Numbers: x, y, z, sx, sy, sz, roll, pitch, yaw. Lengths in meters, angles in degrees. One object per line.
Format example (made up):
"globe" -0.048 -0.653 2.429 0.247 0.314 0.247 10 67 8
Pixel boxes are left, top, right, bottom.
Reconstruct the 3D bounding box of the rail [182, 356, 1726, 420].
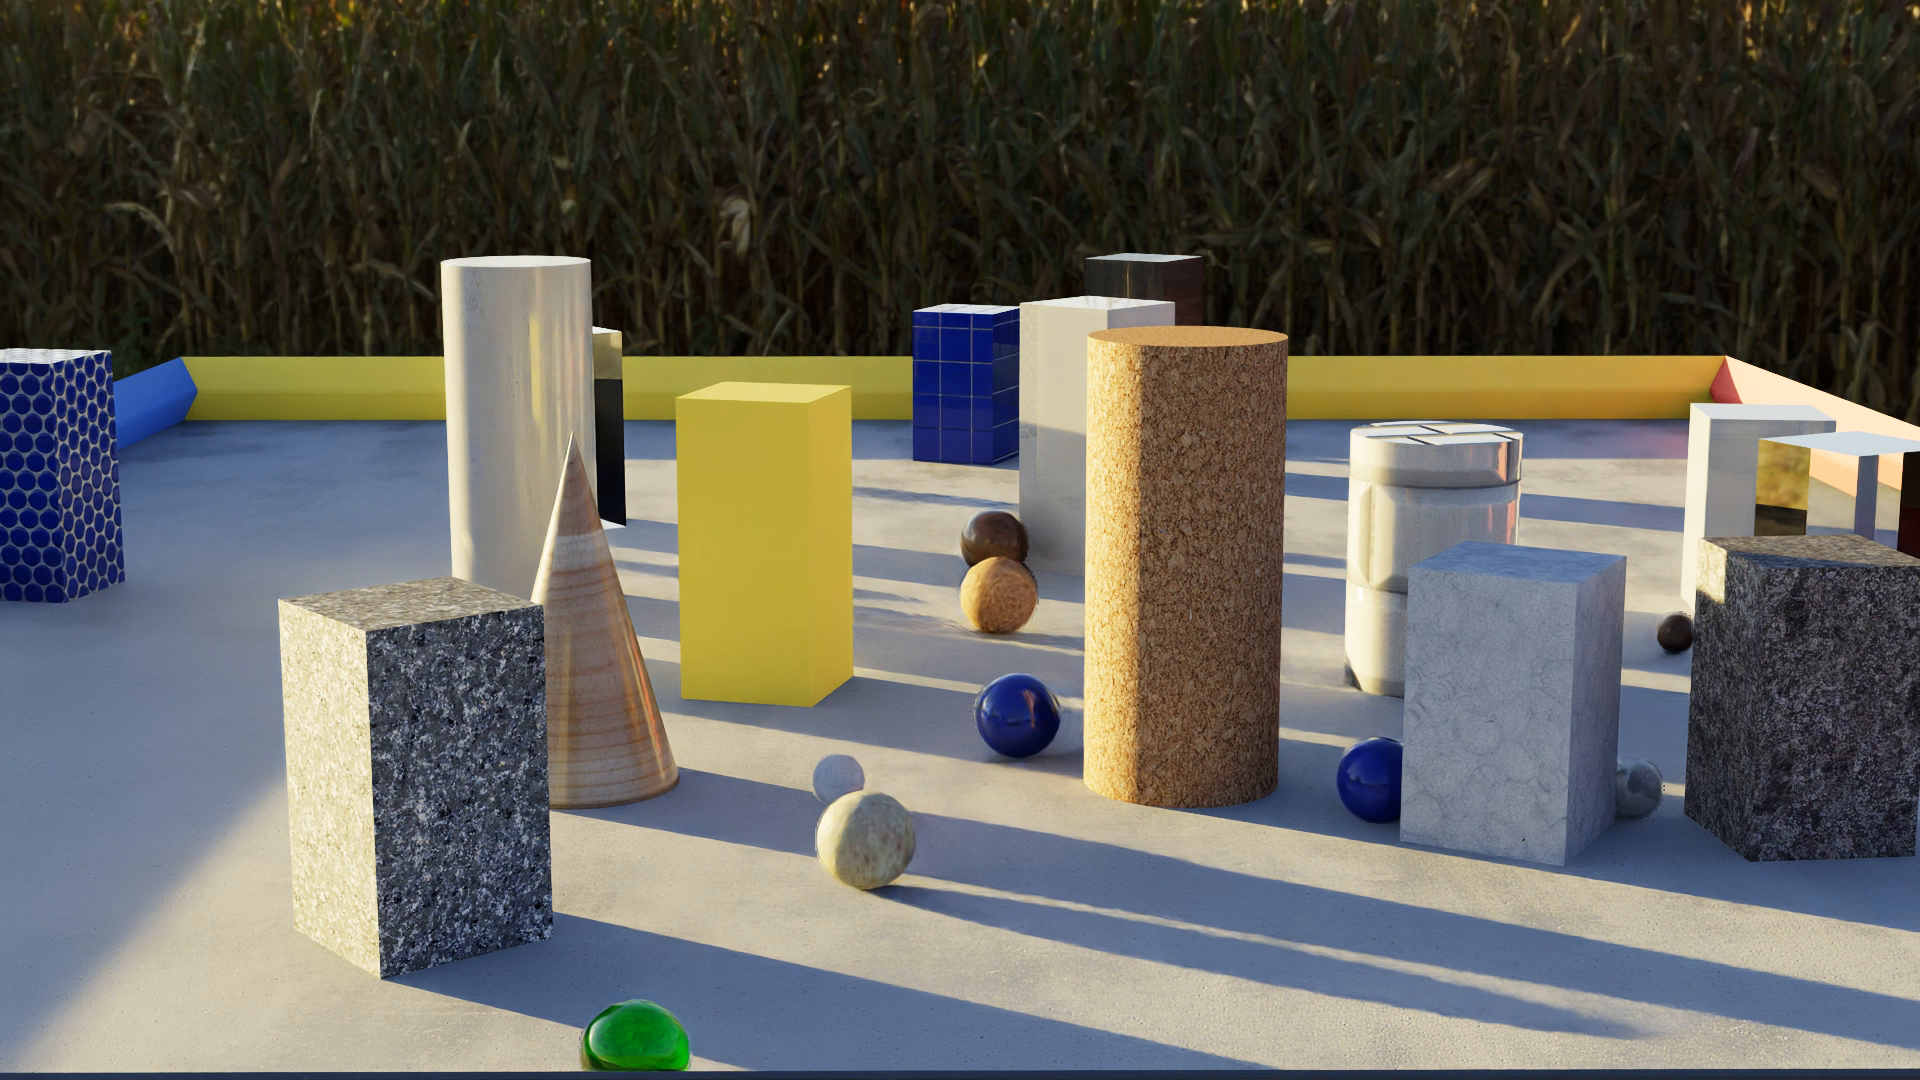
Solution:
"rail" -0.011 -0.313 5.323 3.216 0.130 0.045 0 10 0

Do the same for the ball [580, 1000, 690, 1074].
"ball" -0.229 0.364 1.811 0.078 0.078 0.078 0 10 0

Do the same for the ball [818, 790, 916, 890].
"ball" -0.084 0.268 2.298 0.088 0.088 0.088 0 10 0

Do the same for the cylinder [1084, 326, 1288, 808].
"cylinder" 0.228 0.022 2.606 0.200 0.460 0.200 0 10 0

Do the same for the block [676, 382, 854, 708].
"block" -0.227 0.001 3.016 0.160 0.353 0.160 3 11 15

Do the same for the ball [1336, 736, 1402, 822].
"ball" 0.409 0.233 2.500 0.083 0.083 0.083 0 10 0

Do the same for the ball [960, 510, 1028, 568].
"ball" 0.048 0.004 3.703 0.097 0.097 0.097 0 10 0

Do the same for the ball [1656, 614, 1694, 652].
"ball" 0.900 0.117 3.224 0.049 0.049 0.049 0 10 0

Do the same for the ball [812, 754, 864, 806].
"ball" -0.121 0.239 2.555 0.052 0.052 0.052 0 10 0

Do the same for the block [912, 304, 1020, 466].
"block" 0.016 -0.293 4.809 0.160 0.280 0.160 4 11 21

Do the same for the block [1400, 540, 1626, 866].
"block" 0.528 0.151 2.448 0.160 0.265 0.160 6 12 30

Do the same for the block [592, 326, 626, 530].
"block" -0.646 -0.179 4.097 0.160 0.313 0.160 -7 13 -35

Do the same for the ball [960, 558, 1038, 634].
"ball" 0.050 0.072 3.327 0.100 0.100 0.100 0 10 0

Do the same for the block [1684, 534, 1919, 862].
"block" 0.803 0.146 2.439 0.160 0.277 0.160 -1 11 -6

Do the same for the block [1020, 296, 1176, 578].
"block" 0.200 -0.153 3.755 0.160 0.388 0.160 9 14 40

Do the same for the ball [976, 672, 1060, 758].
"ball" 0.062 0.187 2.733 0.091 0.091 0.091 0 10 0

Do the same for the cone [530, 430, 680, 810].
"cone" -0.389 0.069 2.610 0.200 0.366 0.200 0 10 0

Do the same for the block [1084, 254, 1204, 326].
"block" 0.334 -0.323 4.683 0.160 0.384 0.160 6 12 31

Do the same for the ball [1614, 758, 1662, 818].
"ball" 0.659 0.243 2.517 0.058 0.058 0.058 0 10 0

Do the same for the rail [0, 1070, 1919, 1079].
"rail" 0.011 0.380 1.574 3.216 0.130 0.045 0 10 0

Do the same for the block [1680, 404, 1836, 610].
"block" 1.075 -0.039 3.462 0.160 0.270 0.160 1 11 6

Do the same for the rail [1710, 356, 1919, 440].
"rail" 1.585 0.032 3.458 0.045 0.130 3.859 0 10 0

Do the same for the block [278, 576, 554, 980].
"block" -0.457 0.193 2.157 0.160 0.288 0.160 -8 13 -38

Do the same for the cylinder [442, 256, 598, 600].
"cylinder" -0.598 -0.146 3.501 0.200 0.467 0.200 0 10 0

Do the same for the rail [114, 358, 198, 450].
"rail" -1.585 0.035 3.440 0.045 0.130 3.859 0 10 0

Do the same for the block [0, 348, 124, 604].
"block" -1.291 -0.093 3.584 0.160 0.331 0.160 2 11 12

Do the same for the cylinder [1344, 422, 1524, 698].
"cylinder" 0.562 0.021 3.052 0.200 0.300 0.200 0 10 0

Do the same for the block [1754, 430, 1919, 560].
"block" 1.078 0.021 3.106 0.160 0.280 0.160 -5 12 -26
